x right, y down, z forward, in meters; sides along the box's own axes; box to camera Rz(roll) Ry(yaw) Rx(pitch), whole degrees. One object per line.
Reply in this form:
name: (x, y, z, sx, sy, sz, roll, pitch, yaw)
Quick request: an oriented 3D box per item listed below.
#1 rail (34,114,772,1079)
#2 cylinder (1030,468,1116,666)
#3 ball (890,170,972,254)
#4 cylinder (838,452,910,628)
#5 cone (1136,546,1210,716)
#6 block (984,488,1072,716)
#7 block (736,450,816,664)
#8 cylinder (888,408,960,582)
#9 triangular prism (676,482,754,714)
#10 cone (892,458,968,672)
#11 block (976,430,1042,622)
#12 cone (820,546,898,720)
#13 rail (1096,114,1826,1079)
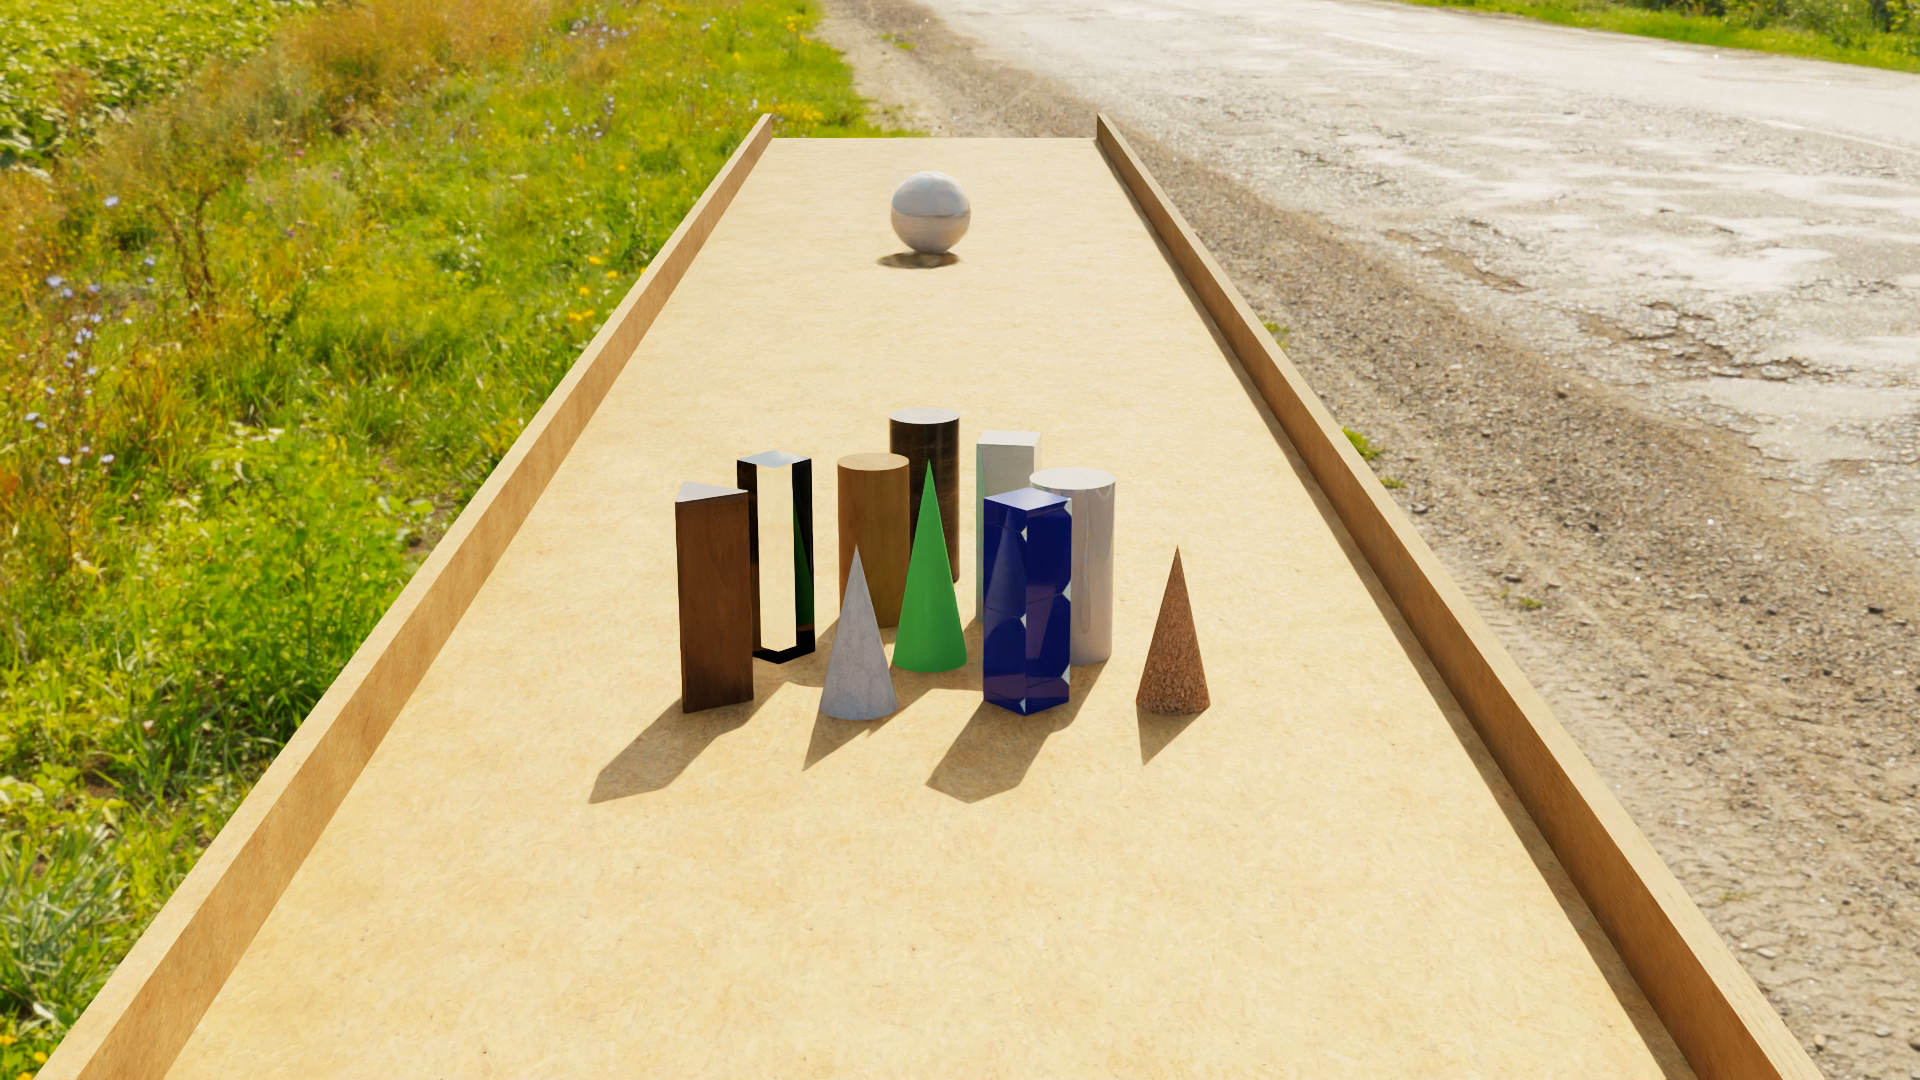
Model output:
rail: (-1.118, -0.838, 7.780, 0.050, 0.150, 12.000, 0, 17, -1)
cylinder: (0.224, 0.051, 4.416, 0.172, 0.364, 0.172, 0, 17, 0)
ball: (-0.124, -1.379, 9.258, 0.346, 0.346, 0.346, 0, 17, 0)
cylinder: (-0.181, 0.000, 4.626, 0.150, 0.342, 0.150, 0, 17, 0)
cone: (0.406, 0.158, 4.143, 0.143, 0.316, 0.143, 0, 17, 0)
block: (0.126, 0.115, 4.139, 0.116, 0.400, 0.116, -14, 22, -40)
block: (-0.367, 0.034, 4.403, 0.105, 0.405, 0.105, 14, 21, 39)
cylinder: (-0.078, -0.095, 4.892, 0.157, 0.373, 0.157, 0, 17, 0)
triangular prism: (-0.487, 0.102, 4.160, 0.144, 0.412, 0.125, -10, 19, -29)
cone: (-0.060, 0.040, 4.360, 0.152, 0.418, 0.152, 0, 17, 0)
block: (0.103, -0.027, 4.639, 0.121, 0.388, 0.121, 3, 17, 9)
cone: (-0.192, 0.161, 4.124, 0.150, 0.321, 0.150, 0, 17, 0)
rail: (0.932, -0.844, 7.801, 0.050, 0.150, 12.000, 0, 17, -1)
